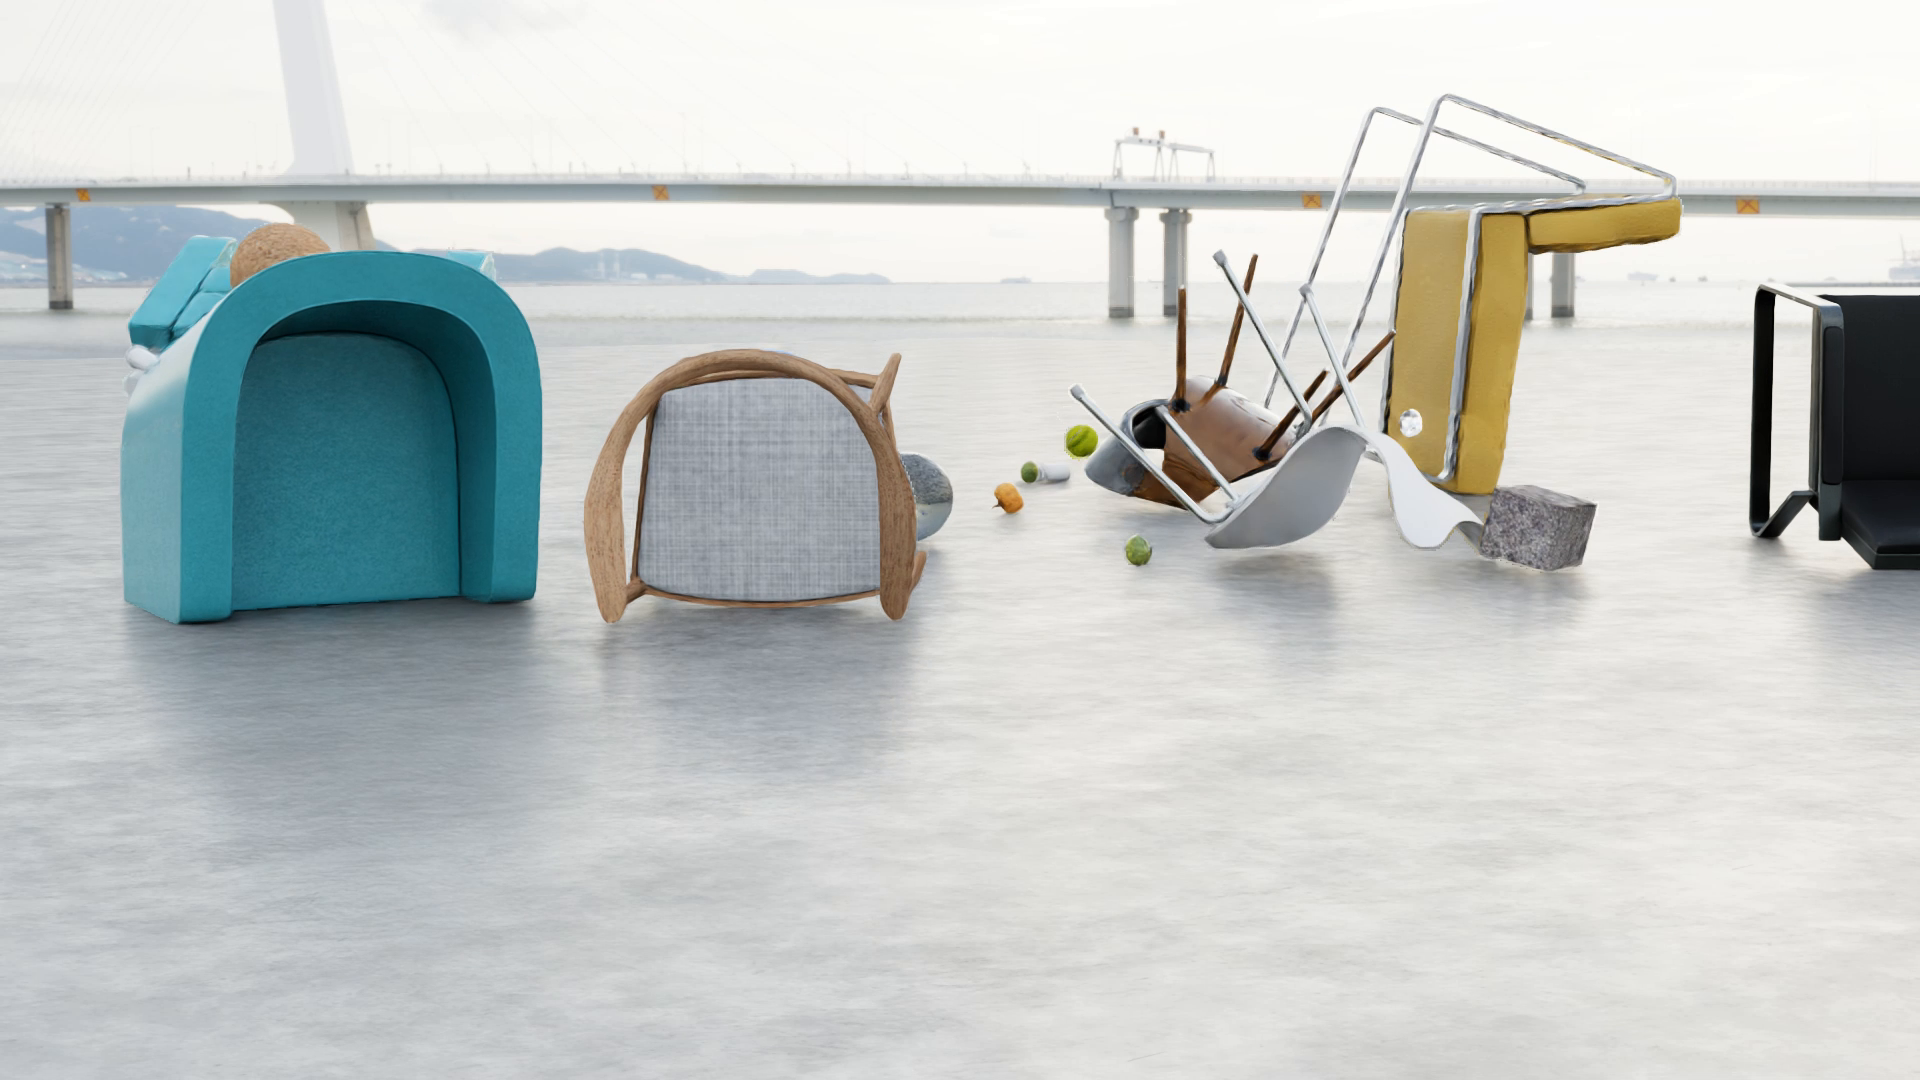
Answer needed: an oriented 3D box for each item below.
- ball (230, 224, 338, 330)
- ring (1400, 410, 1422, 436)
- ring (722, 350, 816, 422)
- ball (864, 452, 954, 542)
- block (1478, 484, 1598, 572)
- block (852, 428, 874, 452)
[{"bbox_3d":[-1.419,-0.554,5.391,0.223,0.223,0.223,0,6,0],"label":"ball"},{"bbox_3d":[0.971,-0.251,5.526,0.049,0.039,0.113,-15,-15,6],"label":"ring"},{"bbox_3d":[-0.590,-0.478,7.940,0.297,0.225,0.090,-1,9,-11],"label":"ring"},{"bbox_3d":[-0.127,-0.106,6.353,0.223,0.223,0.223,0,6,0],"label":"ball"},{"bbox_3d":[1.295,-0.029,5.743,0.162,0.146,0.255,18,11,28],"label":"block"},{"bbox_3d":[-0.332,-0.344,8.799,0.052,0.059,0.043,42,14,0],"label":"block"}]
